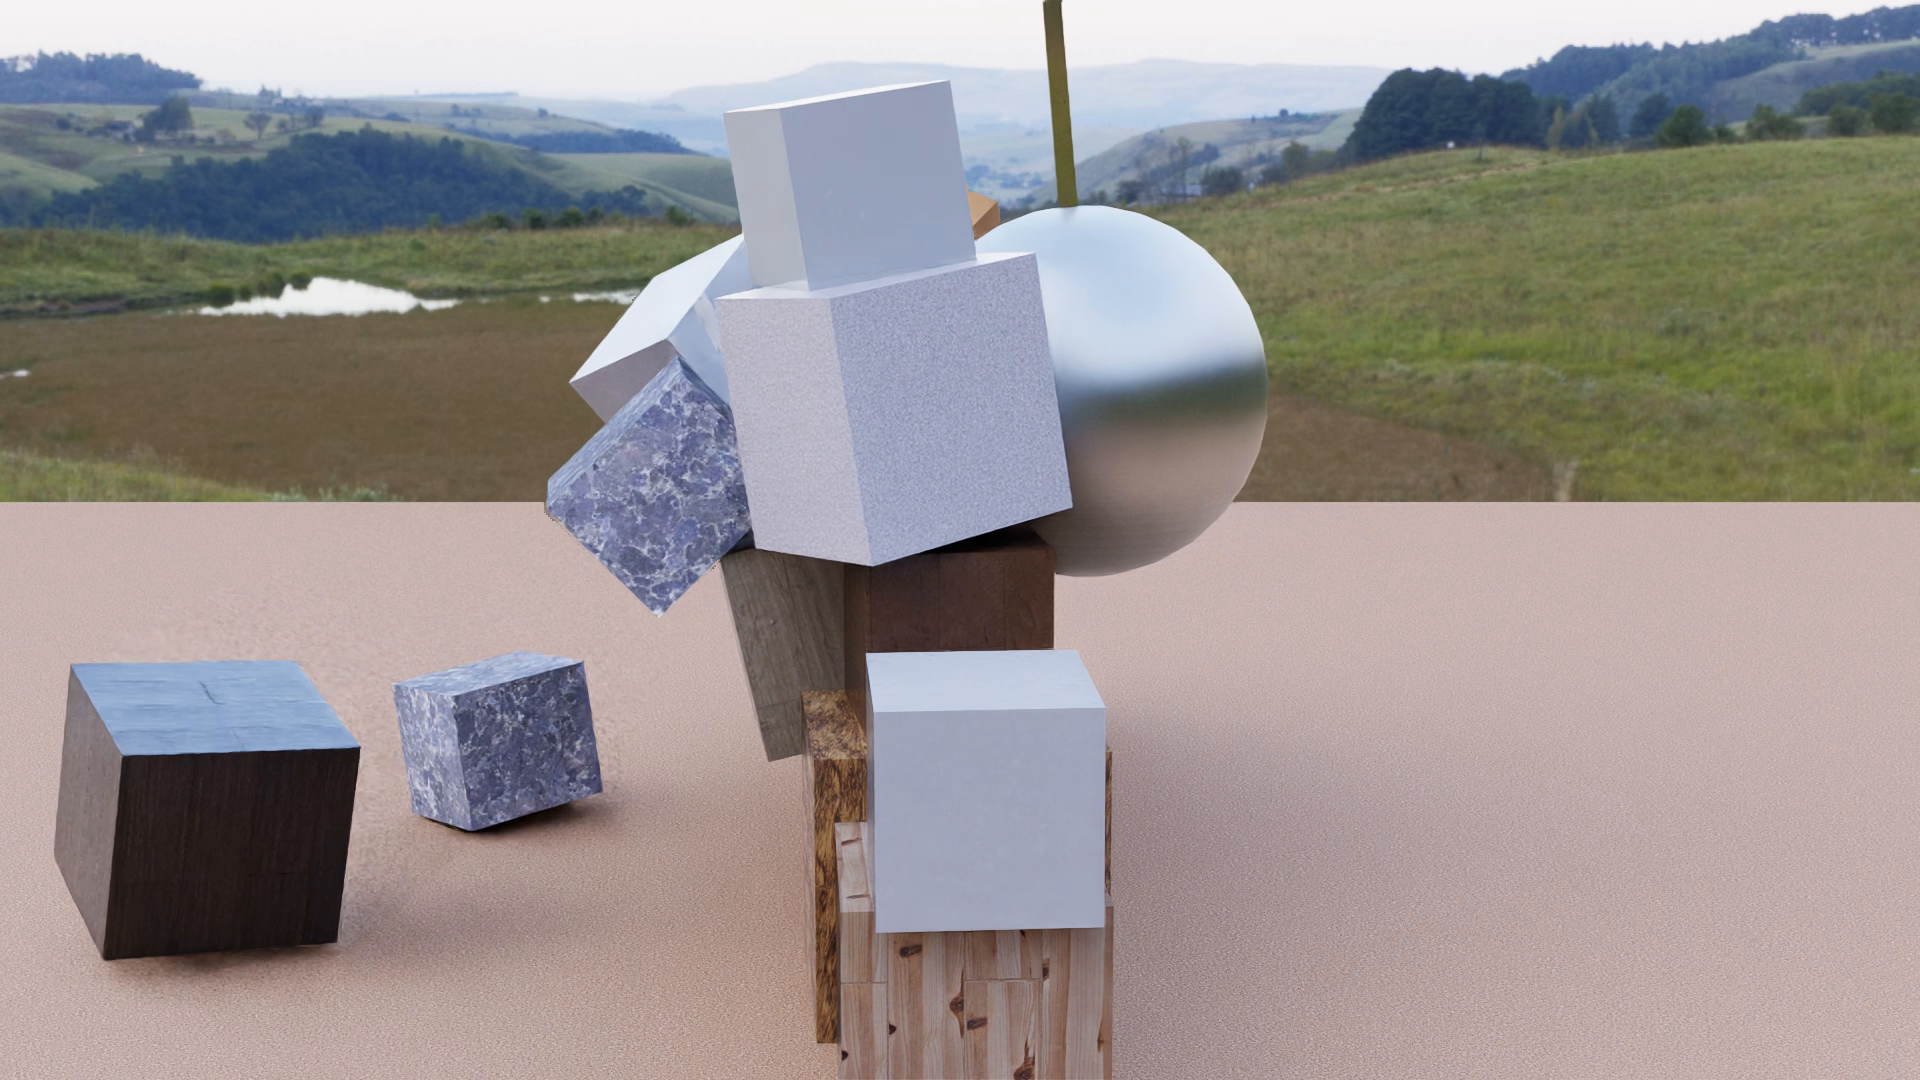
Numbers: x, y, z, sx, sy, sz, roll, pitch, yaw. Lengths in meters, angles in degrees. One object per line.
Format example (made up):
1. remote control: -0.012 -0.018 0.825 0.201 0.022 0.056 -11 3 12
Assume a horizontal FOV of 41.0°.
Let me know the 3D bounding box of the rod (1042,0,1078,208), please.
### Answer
1. rod: 0.230 -3.970 10.458 0.080 5.200 0.080 -5 10 1

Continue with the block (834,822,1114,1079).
1. block: 0.023 1.518 8.874 0.888 0.839 1.009 -1 10 -4

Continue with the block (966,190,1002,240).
1. block: -0.198 -1.208 11.690 0.576 0.658 0.592 25 55 28

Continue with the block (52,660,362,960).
1. block: -3.065 1.065 10.390 0.922 0.860 0.929 0 19 -32

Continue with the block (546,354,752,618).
1. block: -1.174 -0.228 10.310 0.741 0.613 0.673 -44 14 2

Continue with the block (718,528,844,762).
1. block: -0.485 0.299 10.714 0.917 0.860 0.947 -14 10 -6

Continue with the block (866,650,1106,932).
1. block: 0.068 0.806 8.442 0.723 0.716 0.819 -1 10 -4

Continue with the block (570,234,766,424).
1. block: -1.046 -0.710 11.369 0.700 0.876 0.774 -18 30 44

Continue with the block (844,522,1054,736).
1. block: -0.055 0.322 9.871 0.709 0.686 0.735 -2 10 -9

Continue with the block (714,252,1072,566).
1. block: -0.252 -0.517 9.686 0.924 0.972 0.815 -16 14 -33

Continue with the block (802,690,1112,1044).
1. block: -0.041 1.215 9.882 1.084 1.074 1.053 -1 10 -6

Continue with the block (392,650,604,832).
1. block: -2.209 0.945 12.266 0.710 0.644 0.595 -14 12 -37

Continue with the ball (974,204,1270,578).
1. ball: 0.531 -0.638 11.064 1.600 1.600 1.600 0 10 0

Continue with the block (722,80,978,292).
1. block: -0.424 -1.344 9.714 0.670 0.669 0.700 -13 12 -20
